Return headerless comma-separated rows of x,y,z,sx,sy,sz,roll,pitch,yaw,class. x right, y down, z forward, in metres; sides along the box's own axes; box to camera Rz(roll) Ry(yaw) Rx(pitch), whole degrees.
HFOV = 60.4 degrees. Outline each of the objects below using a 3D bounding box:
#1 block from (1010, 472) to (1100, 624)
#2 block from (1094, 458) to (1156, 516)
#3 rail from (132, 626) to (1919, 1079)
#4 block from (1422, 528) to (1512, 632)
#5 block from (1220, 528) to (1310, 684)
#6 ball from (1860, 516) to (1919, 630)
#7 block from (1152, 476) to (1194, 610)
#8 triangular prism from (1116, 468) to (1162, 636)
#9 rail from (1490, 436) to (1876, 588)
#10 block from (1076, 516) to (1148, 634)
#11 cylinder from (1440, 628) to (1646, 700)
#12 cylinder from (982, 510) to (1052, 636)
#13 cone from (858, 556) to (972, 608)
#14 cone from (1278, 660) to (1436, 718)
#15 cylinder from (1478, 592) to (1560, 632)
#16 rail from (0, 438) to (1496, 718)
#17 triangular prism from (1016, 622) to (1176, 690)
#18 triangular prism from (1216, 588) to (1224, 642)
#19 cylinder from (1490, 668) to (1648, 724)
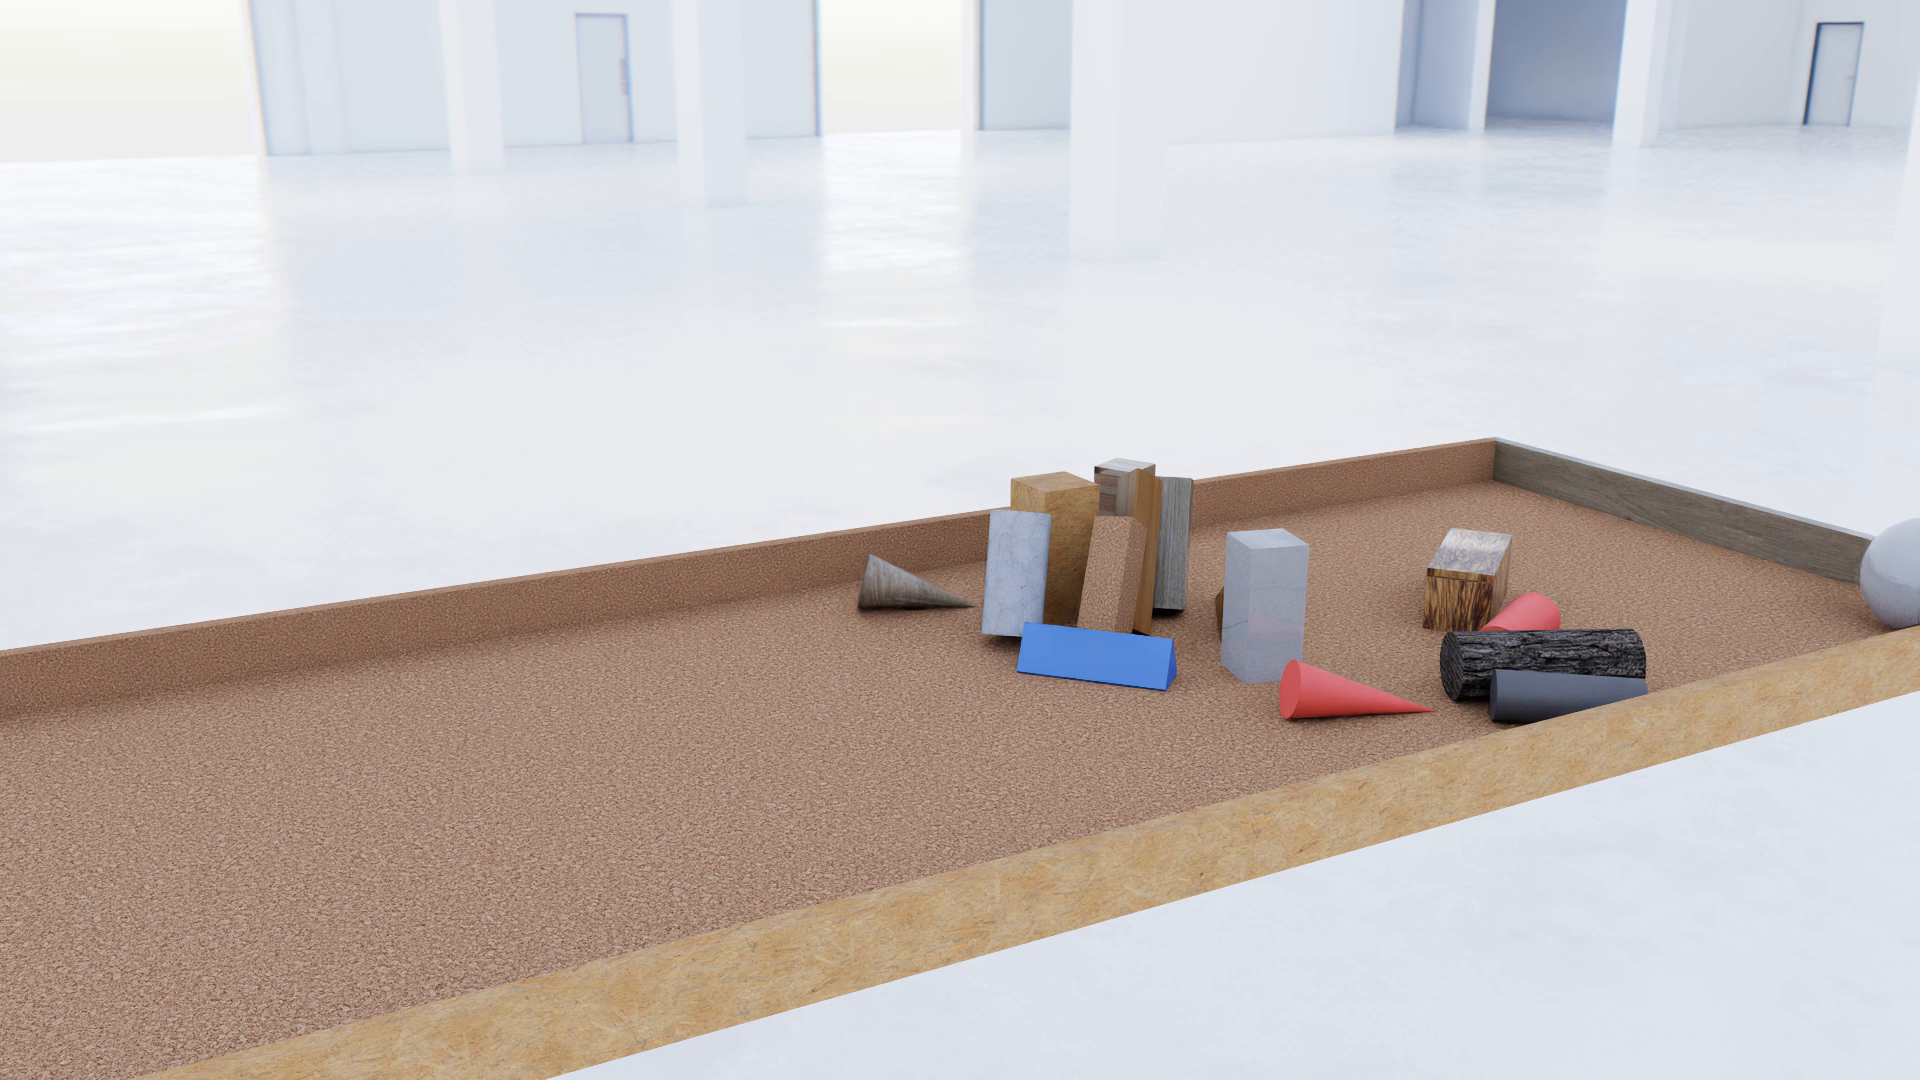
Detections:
0.261,0.021,4.608,0.178,0.380,0.178,-9,18,-28,block
0.480,-0.042,4.848,0.131,0.367,0.131,11,20,34,block
-2.336,1.006,1.665,12.000,0.150,0.050,-9,18,-27,rail
1.437,0.114,4.658,0.175,0.175,0.429,7,18,23,block
0.768,0.165,4.168,0.153,0.352,0.153,-4,17,-14,block
2.611,0.097,4.453,0.321,0.321,0.321,0,16,0,ball
0.579,0.008,4.640,0.128,0.366,0.128,3,-1,12,block
0.460,0.037,4.513,0.105,0.441,0.121,-7,-20,40,triangular prism
2.466,-0.048,5.253,0.050,0.150,2.100,-9,18,-27,rail
0.403,0.110,4.368,0.109,0.328,0.109,2,-16,30,block
1.421,0.303,4.032,0.447,0.166,0.166,-1,16,-3,cylinder
0.150,0.091,4.400,0.164,0.328,0.164,5,-2,0,cylinder
-0.113,0.154,4.693,0.332,0.157,0.157,13,16,-4,cone
0.963,0.382,3.931,0.373,0.142,0.142,9,15,-8,cone
1.443,0.245,4.279,0.137,0.137,0.325,11,20,33,cylinder
-3.305,0.497,3.399,12.000,0.150,0.050,-9,18,-27,rail
0.348,0.283,4.180,0.386,0.114,0.131,6,18,19,triangular prism
0.773,0.178,4.565,0.114,0.098,0.362,2,17,6,triangular prism
1.422,0.375,3.864,0.333,0.123,0.123,3,17,11,cylinder
